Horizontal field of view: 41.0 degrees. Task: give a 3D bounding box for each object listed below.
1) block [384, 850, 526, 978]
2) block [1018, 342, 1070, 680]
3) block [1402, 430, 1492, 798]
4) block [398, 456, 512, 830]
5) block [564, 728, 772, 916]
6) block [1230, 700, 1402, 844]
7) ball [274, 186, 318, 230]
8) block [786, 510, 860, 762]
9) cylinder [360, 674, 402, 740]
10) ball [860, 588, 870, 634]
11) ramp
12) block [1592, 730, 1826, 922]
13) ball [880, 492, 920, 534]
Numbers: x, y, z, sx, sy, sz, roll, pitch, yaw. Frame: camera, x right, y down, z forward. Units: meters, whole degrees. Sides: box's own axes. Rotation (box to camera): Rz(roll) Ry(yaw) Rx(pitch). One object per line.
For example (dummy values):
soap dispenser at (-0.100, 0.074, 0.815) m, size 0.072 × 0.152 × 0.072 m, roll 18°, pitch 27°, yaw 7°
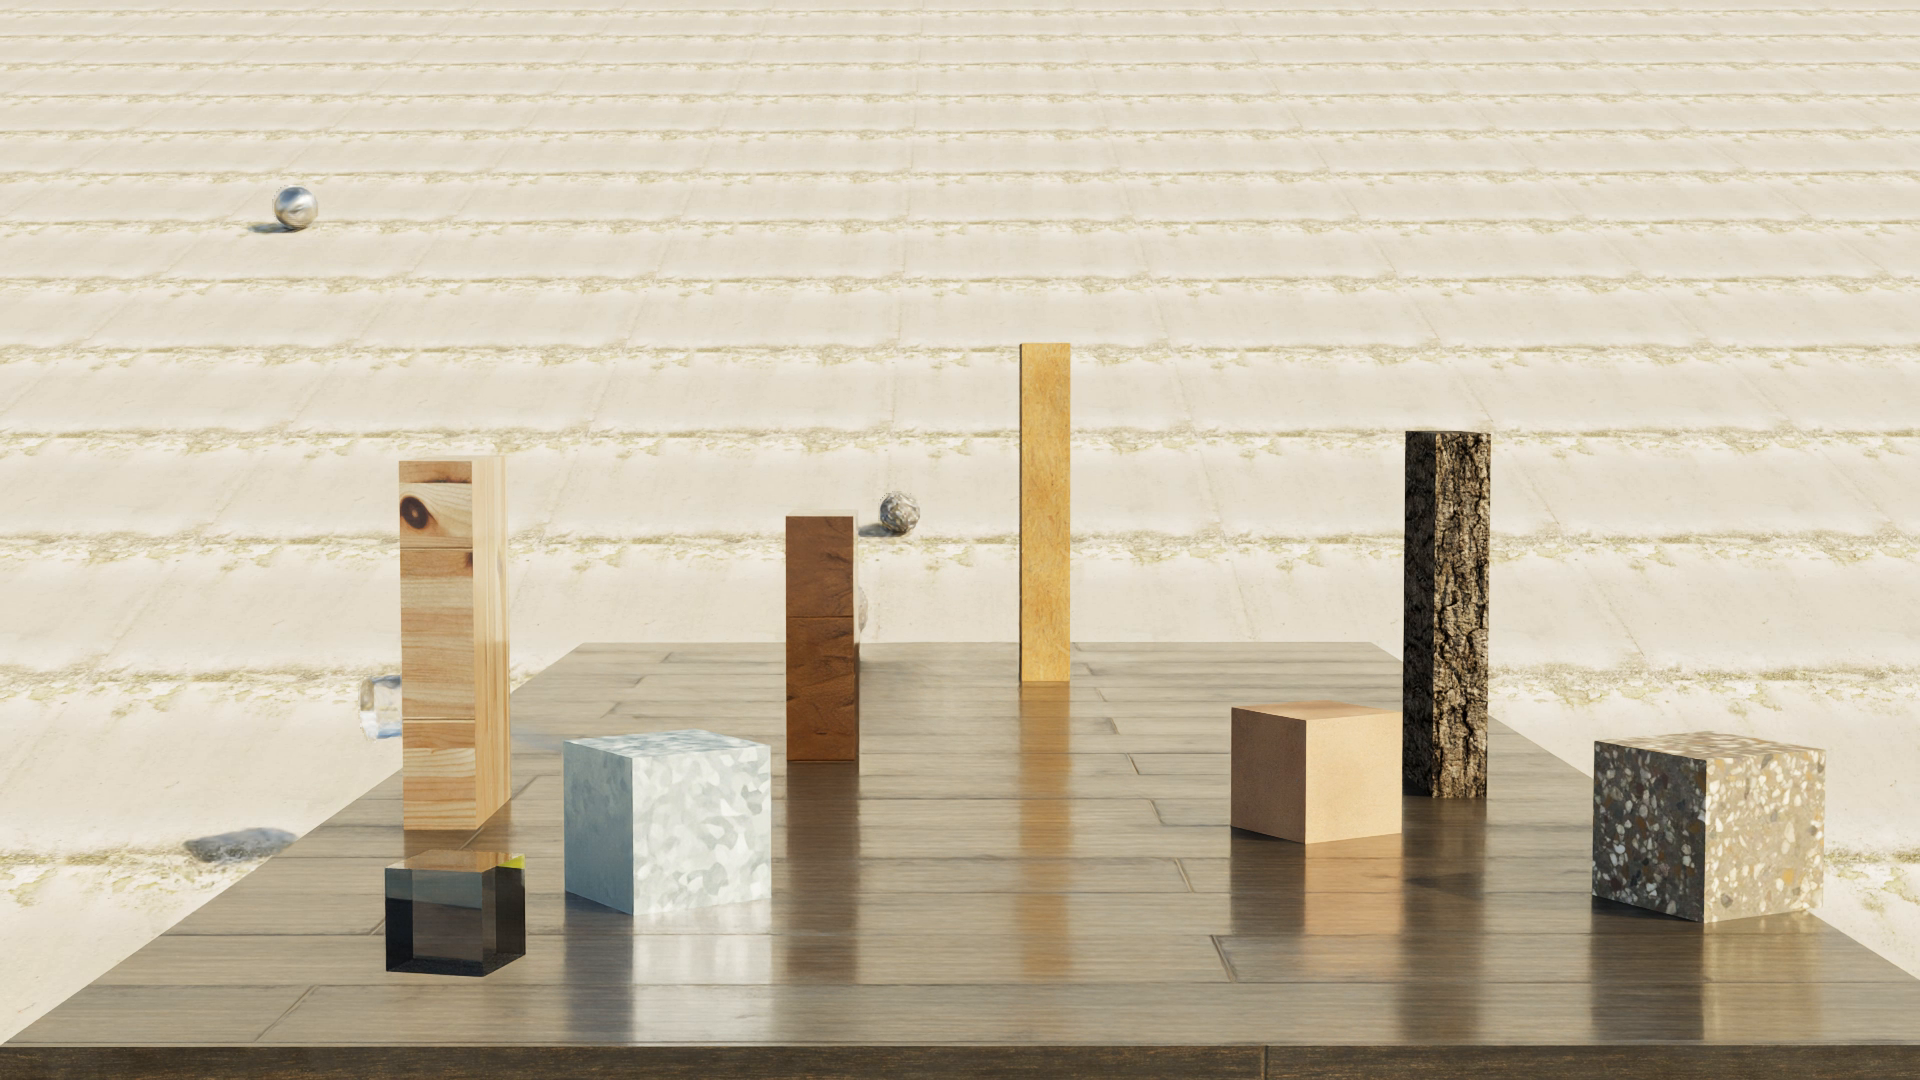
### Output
block at (-0.568, 0.419, 2.895) m, size 0.117 × 0.117 × 0.117 m, roll 1°, pitch 4°, yaw 14°
block at (0.189, -0.068, 5.774) m, size 0.106 × 0.744 × 0.262 m, roll 0°, pitch 3°, yaw 0°
block at (0.790, 0.112, 4.183) m, size 0.086 × 0.575 × 0.277 m, roll 0°, pitch 3°, yaw 0°
block at (-0.764, 0.146, 3.902) m, size 0.106 × 0.541 × 0.296 m, roll 0°, pitch 3°, yaw 0°
block at (-0.376, 0.356, 3.287) m, size 0.195 × 0.195 × 0.195 m, roll -2°, pitch 4°, yaw -34°
block at (0.521, 0.336, 3.764) m, size 0.176 × 0.176 × 0.176 m, roll -2°, pitch 4°, yaw -31°
ball at (-2.871, -1.437, 11.113) m, size 0.187 × 0.187 × 0.187 m, roll 0°, pitch 20°, yaw 0°
block at (-0.242, 0.164, 4.556) m, size 0.118 × 0.426 × 0.244 m, roll 0°, pitch 3°, yaw 0°
cylinder at (-1.199, 0.354, 5.497) m, size 0.134 × 0.134 × 0.134 m, roll -5°, pitch 20°, yaw -30°
ball at (-0.318, 0.175, 6.409) m, size 0.182 × 0.182 × 0.182 m, roll 0°, pitch 20°, yaw 0°
ramp at (0.047, 0.429, 4.533) m, size 2.000 × 0.100 × 4.000 m, roll 0°, pitch 3°, yaw 0°
block at (0.942, 0.357, 3.238) m, size 0.198 × 0.198 × 0.198 m, roll -2°, pitch 4°, yaw -28°
ball at (-0.177, -0.079, 7.544) m, size 0.119 × 0.119 × 0.119 m, roll 0°, pitch 20°, yaw 0°
